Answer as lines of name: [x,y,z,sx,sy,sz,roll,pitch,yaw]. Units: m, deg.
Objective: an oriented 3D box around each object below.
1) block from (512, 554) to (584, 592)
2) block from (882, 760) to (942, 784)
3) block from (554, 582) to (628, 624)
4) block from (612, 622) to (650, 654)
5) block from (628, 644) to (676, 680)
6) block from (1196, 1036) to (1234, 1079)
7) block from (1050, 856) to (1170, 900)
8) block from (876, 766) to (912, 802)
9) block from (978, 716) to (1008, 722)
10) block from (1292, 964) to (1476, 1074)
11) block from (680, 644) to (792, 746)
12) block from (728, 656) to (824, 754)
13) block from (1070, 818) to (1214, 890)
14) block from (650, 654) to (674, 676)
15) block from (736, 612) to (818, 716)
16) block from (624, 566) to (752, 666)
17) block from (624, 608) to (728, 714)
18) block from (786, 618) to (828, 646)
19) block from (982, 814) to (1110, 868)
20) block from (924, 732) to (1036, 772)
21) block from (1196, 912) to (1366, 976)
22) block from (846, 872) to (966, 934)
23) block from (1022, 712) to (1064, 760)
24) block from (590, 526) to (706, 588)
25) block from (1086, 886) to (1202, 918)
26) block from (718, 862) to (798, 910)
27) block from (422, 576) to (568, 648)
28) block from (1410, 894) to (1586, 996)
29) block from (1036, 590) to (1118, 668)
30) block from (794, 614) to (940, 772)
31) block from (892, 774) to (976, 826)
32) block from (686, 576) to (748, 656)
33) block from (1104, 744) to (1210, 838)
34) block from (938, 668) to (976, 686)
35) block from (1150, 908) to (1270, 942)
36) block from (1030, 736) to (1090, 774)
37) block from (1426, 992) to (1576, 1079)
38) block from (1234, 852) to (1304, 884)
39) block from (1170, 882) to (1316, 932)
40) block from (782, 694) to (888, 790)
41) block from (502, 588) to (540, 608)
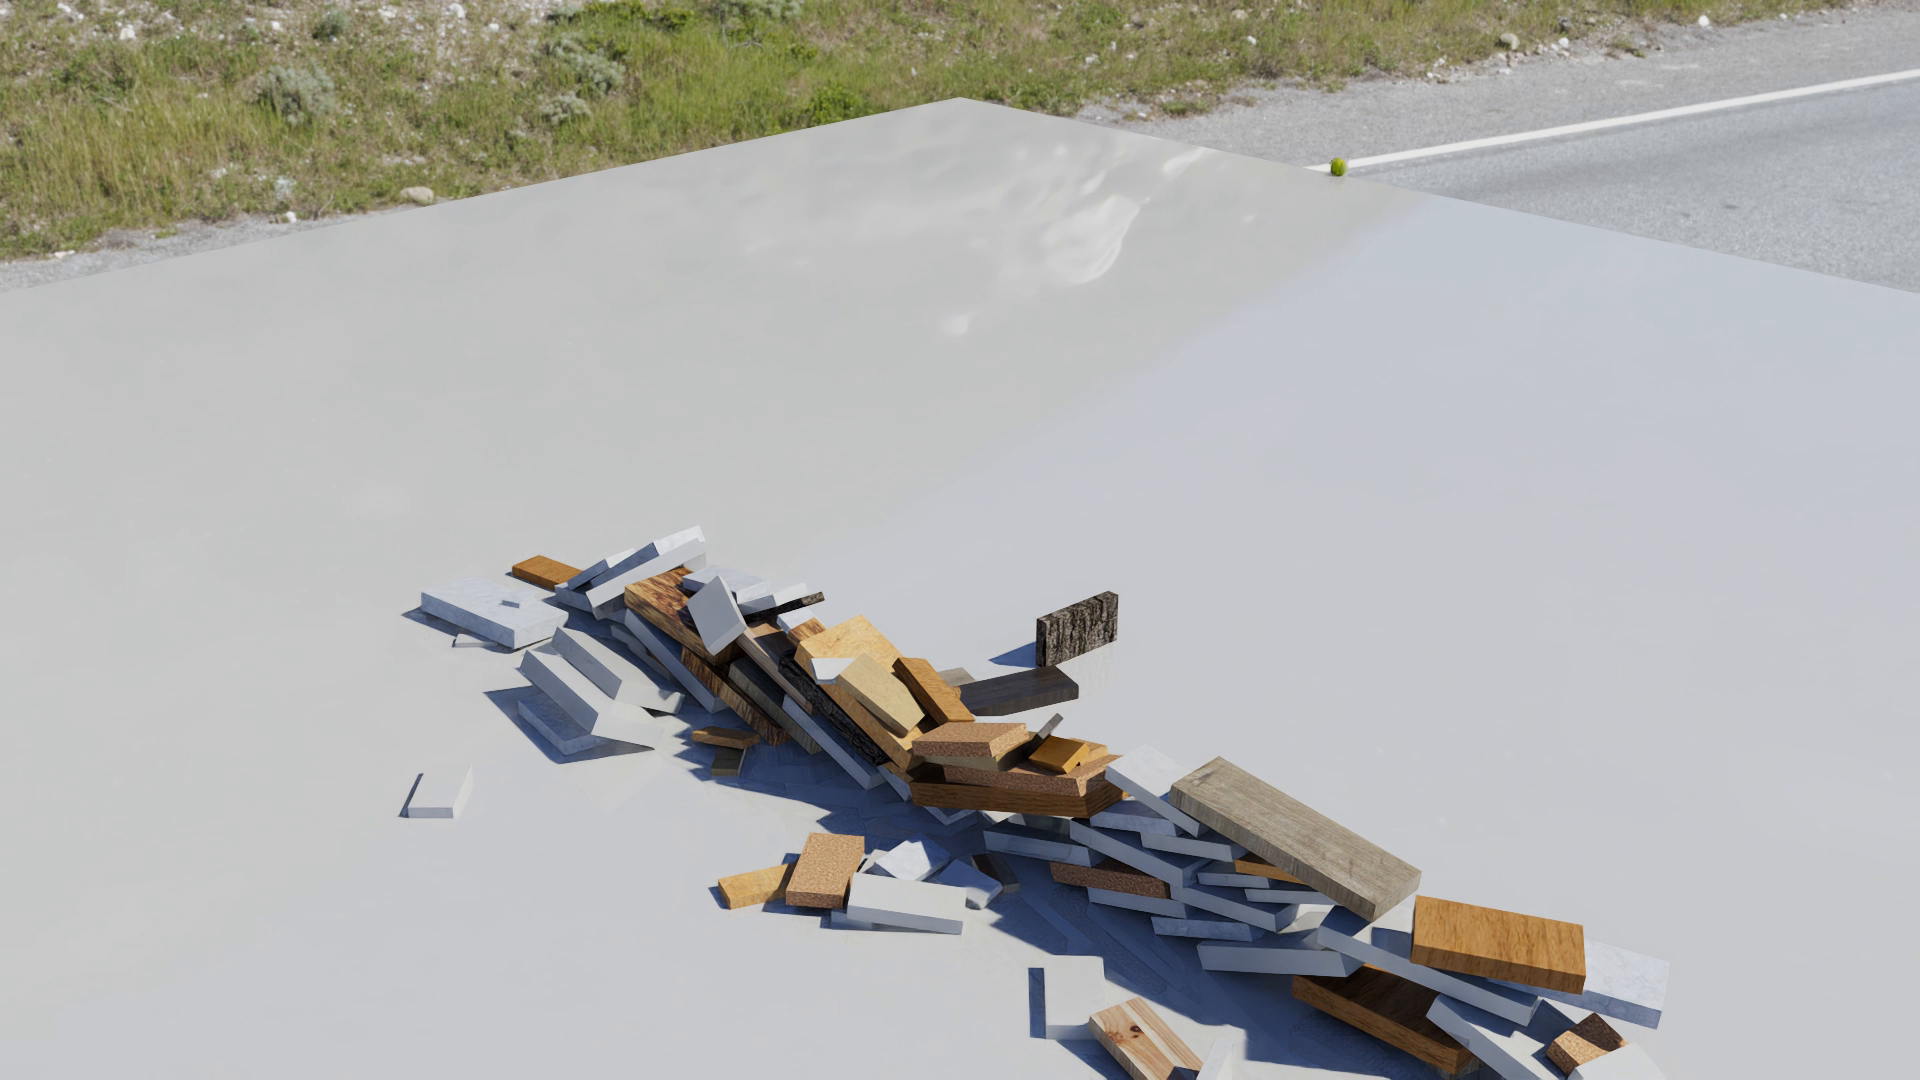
block: [-1.030,0.085,5.528,0.181,0.026,0.090,17,29,35]
block: [-0.109,0.451,4.500,0.167,0.024,0.083,34,39,31]
block: [-0.787,0.149,5.274,0.143,0.040,0.458,-19,21,-38]
block: [-0.733,0.221,5.134,0.091,0.026,0.182,-16,19,-31]
block: [-0.683,0.267,5.098,0.091,0.026,0.182,-17,29,-35]
block: [0.394,0.897,3.511,0.030,0.105,0.210,9,25,20]
block: [0.321,0.613,4.140,0.283,0.040,0.142,1,17,46]
block: [-0.130,0.460,4.553,0.083,0.024,0.166,-21,58,-40]
block: [0.072,0.419,4.749,0.065,0.018,0.131,-1,23,-2]
block: [0.749,0.790,3.753,0.325,0.046,0.162,20,30,39]
block: [-0.446,0.315,4.844,0.167,0.047,0.333,-21,46,-40]
block: [-0.354,0.340,4.756,0.143,0.040,0.285,-22,49,-40]
block: [0.355,0.557,4.083,0.142,0.040,0.283,-20,27,-38]
block: [-0.612,0.285,5.004,0.091,0.026,0.182,-21,43,-38]
block: [-0.343,0.263,4.734,0.143,0.040,0.285,-17,42,-36]
block: [-0.587,0.168,4.943,0.166,0.047,0.333,-20,37,-40]
block: [-0.592,0.247,4.975,0.166,0.047,0.333,-21,51,-40]
block: [-0.282,0.229,4.600,0.151,0.021,0.076,40,44,22]
block: [0.195,0.572,4.264,0.142,0.040,0.283,-22,15,-40]
block: [0.047,0.407,4.313,0.123,0.035,0.247,-20,11,-34]
block: [0.594,0.708,3.875,0.162,0.046,0.325,-22,9,-41]
block: [-0.098,0.676,4.089,0.214,0.030,0.107,8,25,0]
block: [0.157,0.373,4.171,0.017,0.121,0.061,43,64,8]
block: [-0.744,0.050,5.231,0.143,0.040,0.285,-23,-4,-45]
block: [0.366,0.652,4.102,0.119,0.034,0.238,-22,16,-42]
block: [-0.373,0.657,4.183,0.158,0.022,0.079,-9,25,-21]
block: [-1.116,0.171,5.272,0.334,0.047,0.167,18,24,34]
block: [0.877,0.660,3.592,0.273,0.039,0.136,9,28,9]
block: [0.274,0.208,5.120,0.235,0.117,0.033,-19,30,-38]
block: [-0.158,0.310,4.505,0.176,0.050,0.352,-24,57,-40]
block: [-0.053,0.510,4.474,0.083,0.024,0.167,-21,46,-40]
block: [-0.534,0.164,4.814,0.096,0.027,0.192,-39,37,4]
block: [0.382,0.452,3.988,0.219,0.031,0.109,30,37,35]
block: [-0.059,0.332,4.946,0.182,0.026,0.091,-10,25,-22]
block: [0.475,0.684,3.997,0.119,0.034,0.238,-22,10,-40]
block: [0.186,0.401,4.121,0.063,0.018,0.127,-44,21,-19]
block: [0.945,0.831,3.607,0.325,0.046,0.162,37,40,26]
block: [0.570,0.564,3.840,0.082,0.023,0.165,-24,18,-40]
block: [0.506,0.634,3.942,0.119,0.034,0.238,-22,22,-41]
block: [-0.230,0.403,4.648,0.143,0.040,0.285,-20,48,-39]
block: [-1.054,0.140,5.282,0.047,0.013,0.095,11,20,18]
